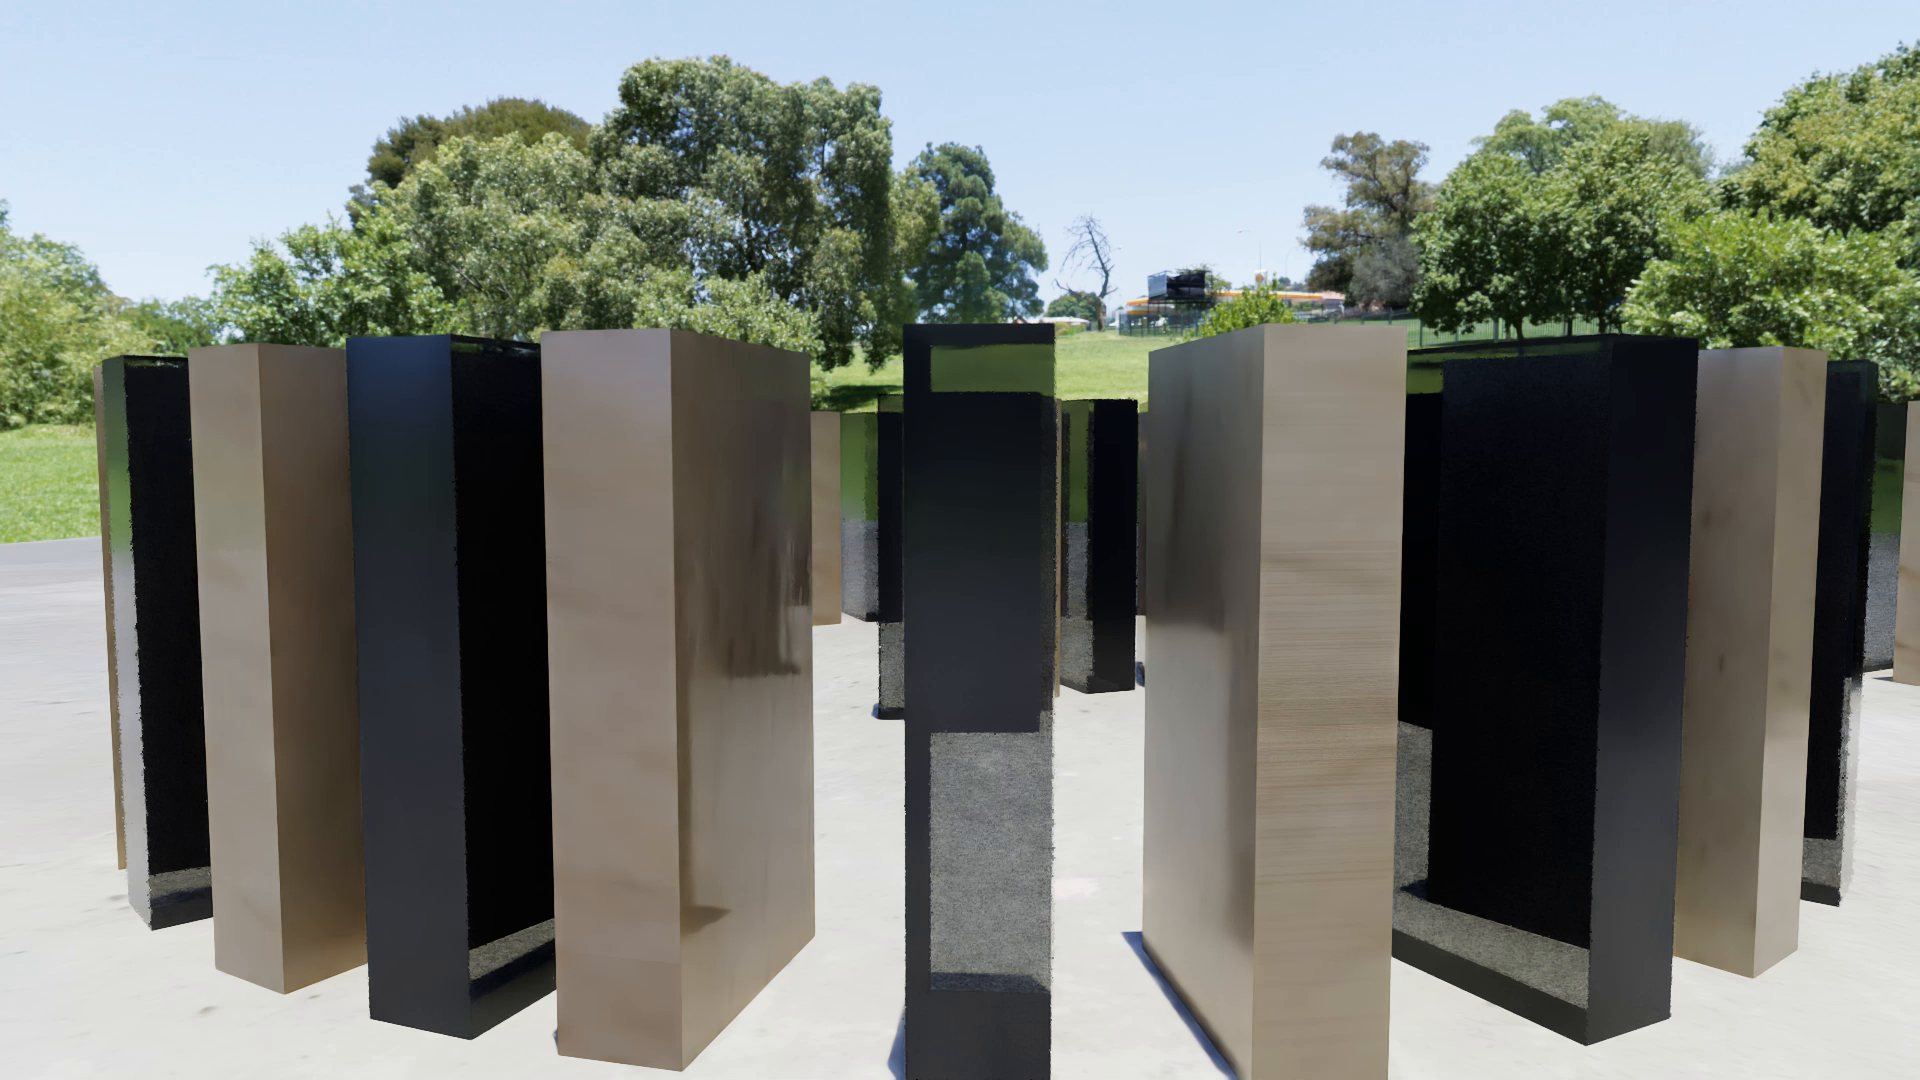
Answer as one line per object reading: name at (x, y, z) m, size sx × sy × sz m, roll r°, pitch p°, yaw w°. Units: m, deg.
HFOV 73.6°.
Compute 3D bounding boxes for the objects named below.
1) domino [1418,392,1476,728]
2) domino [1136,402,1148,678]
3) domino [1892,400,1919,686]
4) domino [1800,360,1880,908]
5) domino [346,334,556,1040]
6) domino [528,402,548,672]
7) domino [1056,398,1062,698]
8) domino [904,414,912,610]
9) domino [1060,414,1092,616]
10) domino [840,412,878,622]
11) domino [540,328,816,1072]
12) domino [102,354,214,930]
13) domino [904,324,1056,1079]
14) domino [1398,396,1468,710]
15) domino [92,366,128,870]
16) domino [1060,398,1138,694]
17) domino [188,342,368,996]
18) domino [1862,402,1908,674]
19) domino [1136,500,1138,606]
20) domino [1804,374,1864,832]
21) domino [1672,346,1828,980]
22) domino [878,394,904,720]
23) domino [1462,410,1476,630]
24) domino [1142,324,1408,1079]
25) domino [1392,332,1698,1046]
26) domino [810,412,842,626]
domino at (0.085, 0.003, 0.198) m, size 0.025 × 0.050 × 0.010 m, roll -1°, pitch 5°, yaw -19°
domino at (0.038, 0.000, 0.233) m, size 0.009 × 0.050 × 0.025 m, roll 0°, pitch 4°, yaw 3°
domino at (0.180, 0.000, 0.227) m, size 0.025 × 0.050 × 0.009 m, roll -1°, pitch 5°, yaw -19°
domino at (0.074, 0.008, 0.128) m, size 0.025 × 0.050 × 0.010 m, roll 4°, pitch 6°, yaw 40°
domino at (-0.035, 0.010, 0.103) m, size 0.009 × 0.050 × 0.025 m, roll 2°, pitch 5°, yaw 21°
domino at (-0.089, -0.001, 0.246) m, size 0.025 × 0.050 × 0.009 m, roll 2°, pitch 5°, yaw 23°
domino at (0.004, 0.001, 0.219) m, size 0.025 × 0.050 × 0.009 m, roll 4°, pitch 6°, yaw 41°
domino at (-0.007, -0.007, 0.323) m, size 0.010 × 0.050 × 0.025 m, roll -1°, pitch 4°, yaw -16°
domino at (0.027, -0.007, 0.329) m, size 0.009 × 0.050 × 0.025 m, roll 0°, pitch 4°, yaw -5°
domino at (-0.023, -0.006, 0.318) m, size 0.010 × 0.050 × 0.025 m, roll -2°, pitch 5°, yaw -22°
domino at (-0.020, 0.010, 0.098) m, size 0.009 × 0.050 × 0.025 m, roll 1°, pitch 4°, yaw 15°
domino at (-0.065, 0.008, 0.122) m, size 0.025 × 0.050 × 0.009 m, roll -4°, pitch 6°, yaw -43°
domino at (0.002, 0.010, 0.095) m, size 0.010 × 0.050 × 0.025 m, roll 0°, pitch 4°, yaw 5°
domino at (0.074, 0.001, 0.215) m, size 0.009 × 0.050 × 0.025 m, roll 4°, pitch 6°, yaw 44°
domino at (-0.076, 0.007, 0.137) m, size 0.025 × 0.050 × 0.010 m, roll -3°, pitch 5°, yaw -33°
domino at (0.021, 0.000, 0.230) m, size 0.009 × 0.050 × 0.025 m, roll -2°, pitch 5°, yaw -23°
domino at (-0.050, 0.009, 0.110) m, size 0.010 × 0.050 × 0.025 m, roll 3°, pitch 5°, yaw 31°
domino at (0.173, -0.001, 0.245) m, size 0.025 × 0.050 × 0.009 m, roll -2°, pitch 5°, yaw -29°
domino at (0.044, -0.007, 0.330) m, size 0.010 × 0.050 × 0.025 m, roll 0°, pitch 4°, yaw 0°
domino at (0.086, 0.007, 0.147) m, size 0.025 × 0.050 × 0.010 m, roll 1°, pitch 5°, yaw 18°
domino at (0.059, 0.009, 0.113) m, size 0.010 × 0.050 × 0.025 m, roll -3°, pitch 5°, yaw -39°
domino at (0.000, 0.002, 0.201) m, size 0.025 × 0.050 × 0.010 m, roll 0°, pitch 4°, yaw 0°
domino at (0.120, -0.005, 0.303) m, size 0.009 × 0.050 × 0.025 m, roll 3°, pitch 5°, yaw 37°
domino at (0.022, 0.010, 0.095) m, size 0.010 × 0.050 × 0.025 m, roll -1°, pitch 4°, yaw -8°
domino at (0.043, 0.010, 0.102) m, size 0.010 × 0.050 × 0.025 m, roll -2°, pitch 5°, yaw -28°
domino at (-0.038, -0.006, 0.310) m, size 0.009 × 0.050 × 0.025 m, roll -3°, pitch 5°, yaw -30°
